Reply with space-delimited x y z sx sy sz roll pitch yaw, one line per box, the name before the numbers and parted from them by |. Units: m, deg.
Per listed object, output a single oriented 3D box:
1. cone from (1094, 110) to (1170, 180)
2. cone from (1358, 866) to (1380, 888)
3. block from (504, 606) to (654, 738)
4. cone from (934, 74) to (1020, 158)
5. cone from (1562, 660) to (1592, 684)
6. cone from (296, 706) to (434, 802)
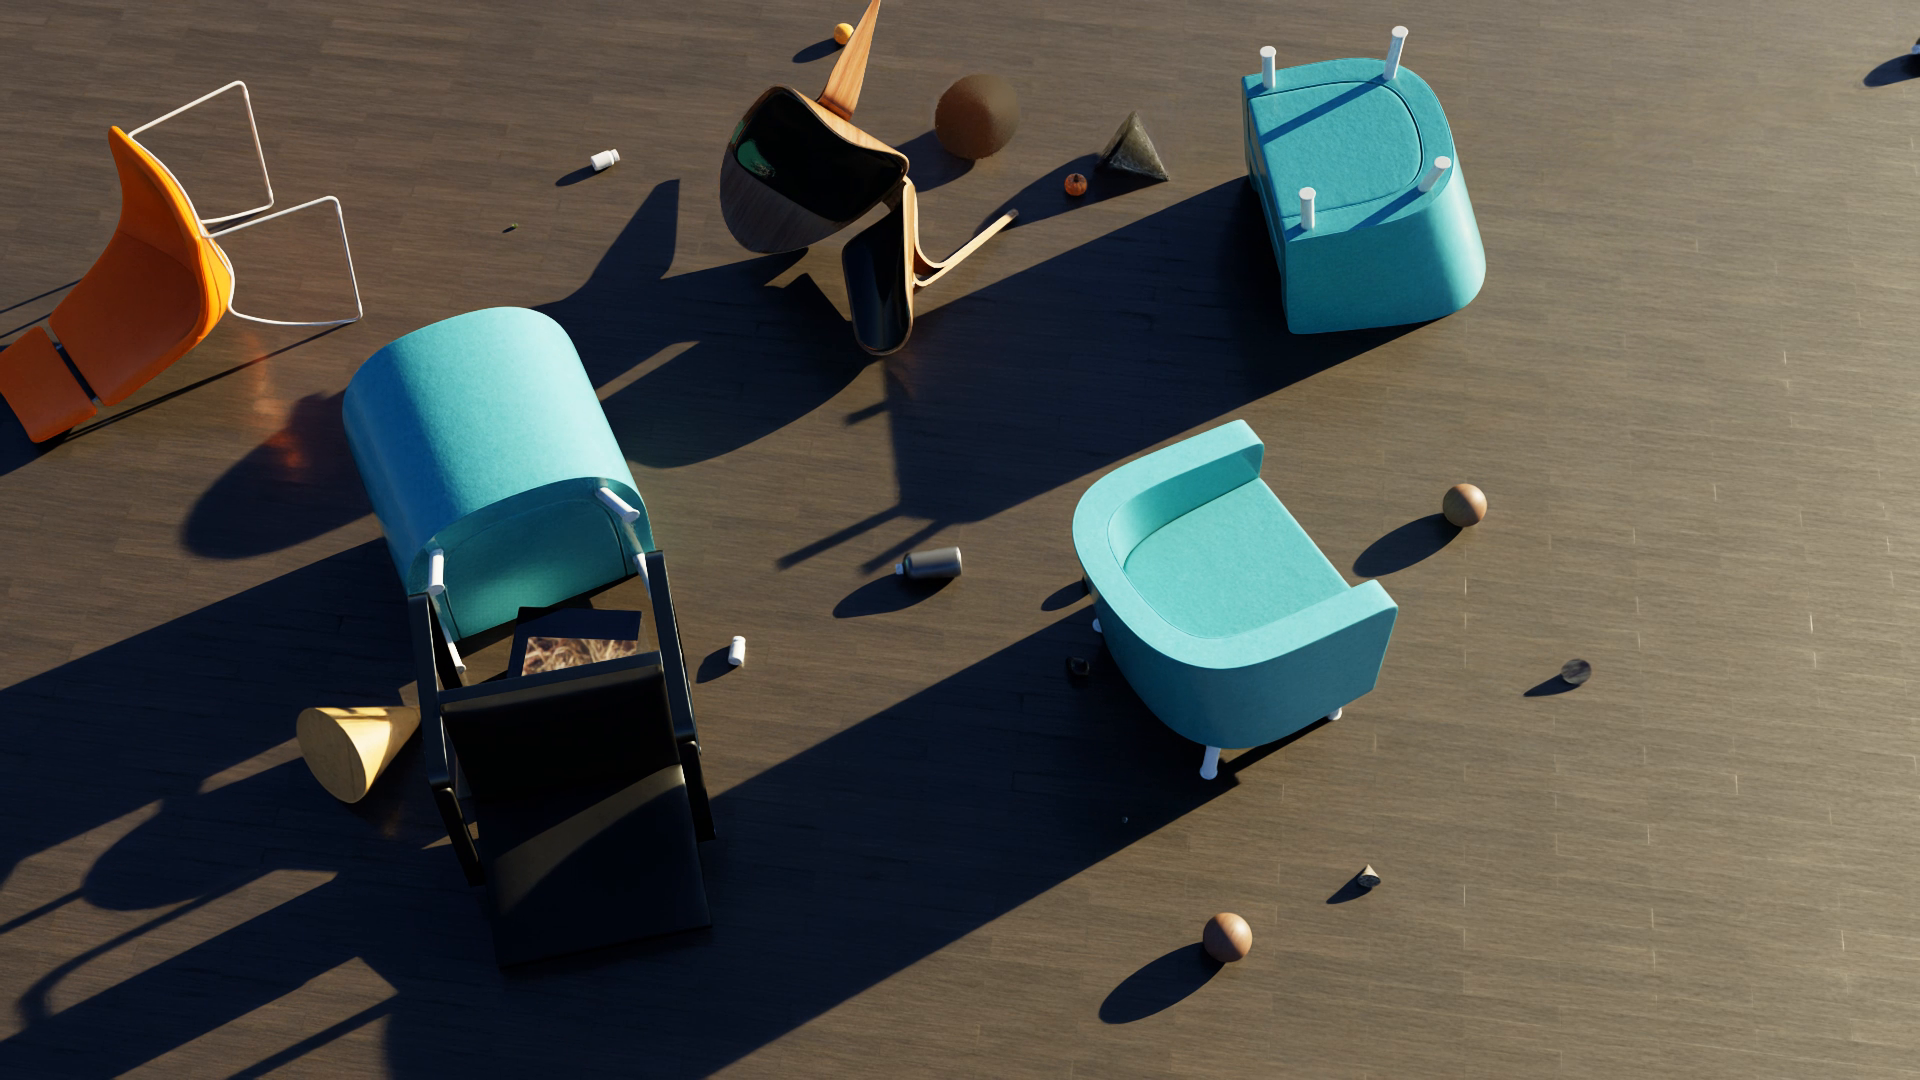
cone | 0.611 -1.271 7.366 0.231 0.211 0.242 33 100 -9
cone | 1.107 0.901 5.956 0.062 0.047 0.063 4 36 5
block | -1.062 0.373 6.160 0.343 0.272 0.256 2 56 1
cone | 0.082 -1.465 7.482 0.267 0.312 0.234 49 24 -9
cone | 1.766 0.370 6.308 0.084 0.076 0.047 -5 15 10
cone | -1.609 0.531 6.138 0.320 0.276 0.348 21 33 35
